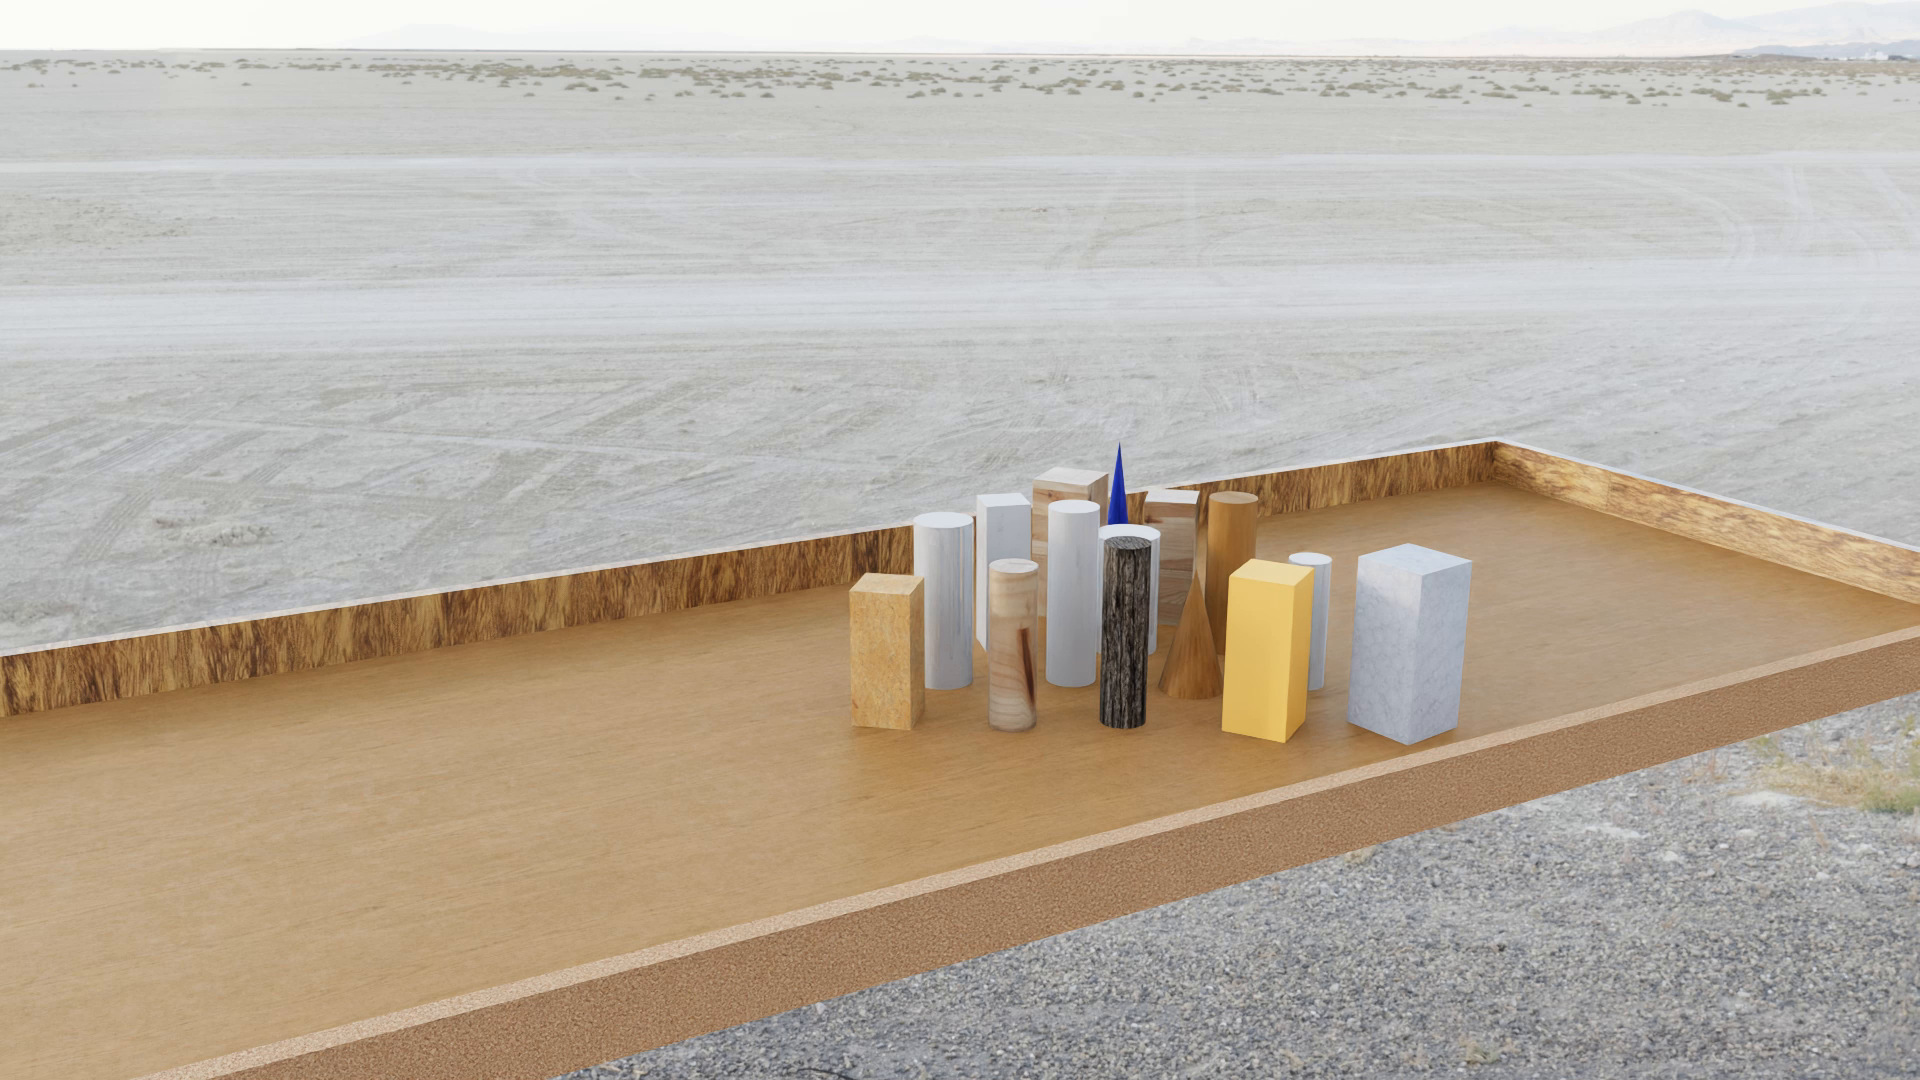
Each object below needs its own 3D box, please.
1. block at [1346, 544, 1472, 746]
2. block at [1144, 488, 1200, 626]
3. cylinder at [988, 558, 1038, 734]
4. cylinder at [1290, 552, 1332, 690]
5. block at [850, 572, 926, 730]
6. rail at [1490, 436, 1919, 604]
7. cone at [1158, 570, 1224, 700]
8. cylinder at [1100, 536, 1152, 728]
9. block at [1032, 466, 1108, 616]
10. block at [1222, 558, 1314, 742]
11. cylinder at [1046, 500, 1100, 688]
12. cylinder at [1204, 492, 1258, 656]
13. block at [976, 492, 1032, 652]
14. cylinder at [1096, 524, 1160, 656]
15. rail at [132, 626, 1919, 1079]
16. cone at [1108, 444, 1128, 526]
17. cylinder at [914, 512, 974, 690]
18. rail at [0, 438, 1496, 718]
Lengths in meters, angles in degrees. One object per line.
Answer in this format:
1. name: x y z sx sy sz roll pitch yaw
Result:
1. block: 1.039 0.238 3.823 0.179 0.407 0.179 -12 20 -35
2. block: 0.582 0.047 4.571 0.137 0.351 0.137 3 17 12
3. cylinder: 0.123 0.246 3.828 0.113 0.390 0.113 0 16 0
4. cylinder: 0.859 0.202 4.089 0.103 0.326 0.103 0 16 0
5. block: -0.169 0.261 3.879 0.142 0.332 0.142 4 17 12
6. rail: 2.466 -0.048 5.253 0.050 0.150 2.100 -9 18 -27
7. cone: 0.576 0.217 4.063 0.165 0.311 0.165 0 16 0
8. cylinder: 0.385 0.216 3.844 0.109 0.438 0.109 0 16 0
9. block: 0.308 0.011 4.621 0.160 0.393 0.160 8 18 25
10. block: 0.713 0.254 3.820 0.152 0.378 0.152 9 18 27
11. cylinder: 0.280 0.133 4.104 0.126 0.450 0.126 0 16 0
12. cylinder: 0.708 0.087 4.327 0.126 0.412 0.126 0 16 0
13. block: 0.114 0.085 4.363 0.118 0.397 0.118 -3 17 -12
14. cylinder: 0.436 0.133 4.342 0.172 0.316 0.172 0 16 0
15. rail: -2.336 1.006 1.665 12.000 0.150 0.050 -9 18 -27
16. cone: 0.459 -0.072 4.802 0.117 0.450 0.117 0 16 0
17. cylinder: -0.041 0.151 4.102 0.147 0.417 0.147 0 16 0
18. rail: -3.305 0.497 3.399 12.000 0.150 0.050 -9 18 -27
